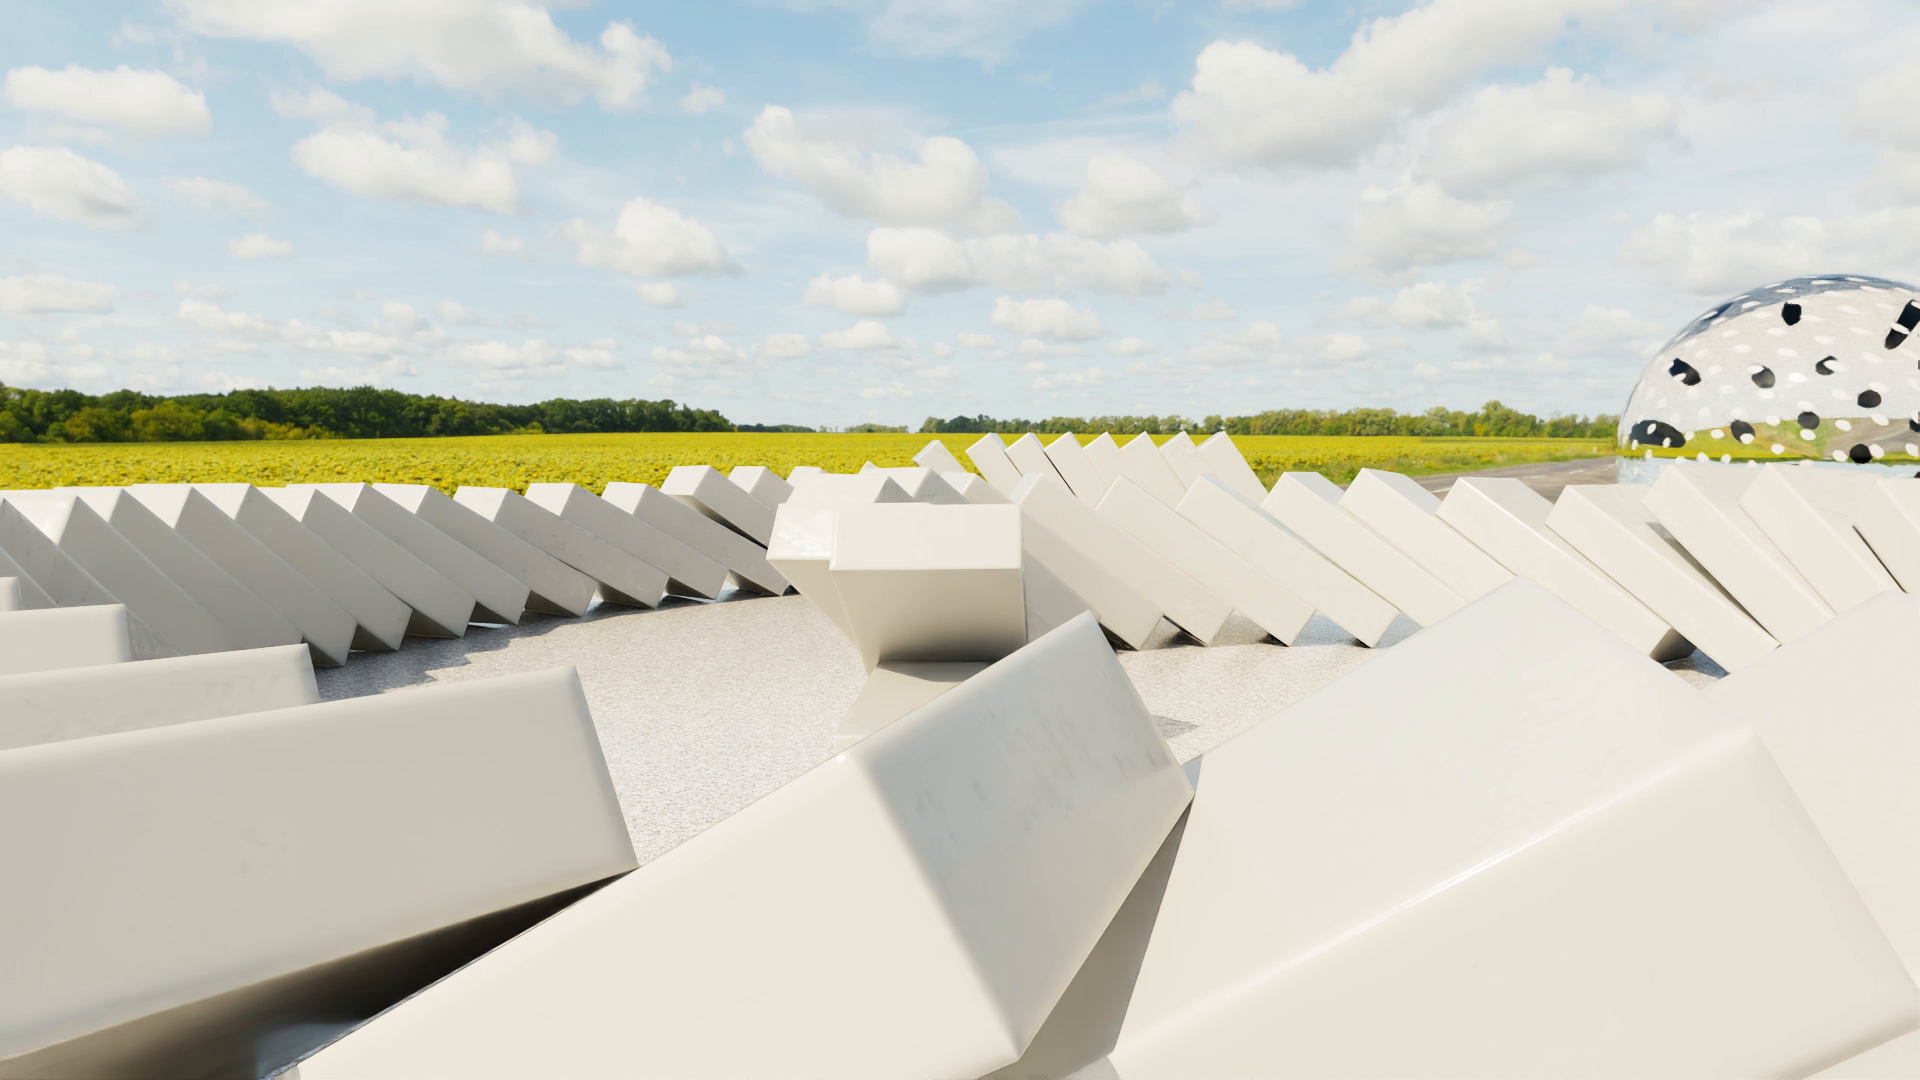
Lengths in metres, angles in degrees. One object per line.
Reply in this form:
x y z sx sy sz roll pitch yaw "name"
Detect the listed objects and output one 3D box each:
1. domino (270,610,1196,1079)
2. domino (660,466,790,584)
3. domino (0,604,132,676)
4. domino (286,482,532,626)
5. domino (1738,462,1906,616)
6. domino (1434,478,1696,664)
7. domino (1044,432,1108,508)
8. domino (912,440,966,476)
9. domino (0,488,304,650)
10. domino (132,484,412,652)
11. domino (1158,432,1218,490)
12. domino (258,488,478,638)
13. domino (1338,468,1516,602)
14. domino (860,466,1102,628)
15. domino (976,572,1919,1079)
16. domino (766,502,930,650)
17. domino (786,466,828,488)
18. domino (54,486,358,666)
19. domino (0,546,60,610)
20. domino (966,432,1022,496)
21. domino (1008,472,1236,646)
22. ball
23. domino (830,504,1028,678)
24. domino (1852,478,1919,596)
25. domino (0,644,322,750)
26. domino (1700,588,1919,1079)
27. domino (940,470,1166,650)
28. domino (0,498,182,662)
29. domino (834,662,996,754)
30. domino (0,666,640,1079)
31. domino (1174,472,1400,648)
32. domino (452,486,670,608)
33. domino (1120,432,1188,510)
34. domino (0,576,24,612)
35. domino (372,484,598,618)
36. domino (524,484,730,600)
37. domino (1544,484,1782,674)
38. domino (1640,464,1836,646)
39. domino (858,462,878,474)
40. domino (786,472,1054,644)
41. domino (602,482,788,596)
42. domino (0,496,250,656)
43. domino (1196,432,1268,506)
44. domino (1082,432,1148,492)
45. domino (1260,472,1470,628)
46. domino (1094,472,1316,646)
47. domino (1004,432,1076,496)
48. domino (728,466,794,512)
-0.016 0.021 0.056 0.050 0.010 0.025 -32 -6 21 "domino"
-0.059 -0.003 0.367 0.050 0.009 0.025 37 -19 -30 "domino"
-0.075 0.020 0.089 0.025 0.009 0.050 -4 -23 -40 "domino"
-0.123 0.004 0.285 0.025 0.009 0.050 0 -27 28 "domino"
0.158 0.007 0.216 0.025 0.009 0.050 4 40 -11 "domino"
0.125 0.005 0.261 0.025 0.009 0.050 -2 37 -41 "domino"
0.045 -0.011 0.407 0.010 0.050 0.025 -35 0 8 "domino"
0.005 -0.010 0.403 0.009 0.050 0.025 -42 7 -1 "domino"
-0.133 0.009 0.209 0.025 0.009 0.050 -1 -29 5 "domino"
-0.131 0.006 0.245 0.025 0.009 0.050 0 -29 14 "domino"
0.080 -0.010 0.398 0.009 0.050 0.025 -35 -1 8 "domino"
-0.127 0.006 0.266 0.025 0.009 0.050 2 -27 20 "domino"
0.108 0.003 0.274 0.025 0.009 0.050 2 35 -51 "domino"
0.002 0.004 0.253 0.050 0.010 0.025 40 -19 -28 "domino"
0.006 0.020 0.053 0.050 0.010 0.025 -32 1 13 "domino"
-0.009 0.010 0.213 0.025 0.009 0.050 0 -26 20 "domino"
-0.028 -0.004 0.388 0.050 0.009 0.025 35 -10 -22 "domino"
-0.133 0.008 0.227 0.025 0.010 0.050 0 -29 9 "domino"
-0.123 0.013 0.154 0.025 0.009 0.050 -3 -29 -12 "domino"
0.022 -0.011 0.408 0.009 0.050 0.025 -36 0 8 "domino"
0.034 0.003 0.278 0.050 0.009 0.025 35 1 -5 "domino"
0.191 -0.019 0.287 0.080 0.080 0.080 0 4 0 "ball"
-0.003 0.011 0.191 0.025 0.009 0.050 -1 -27 4 "domino"
0.163 0.010 0.195 0.025 0.009 0.050 0 40 3 "domino"
-0.058 0.021 0.075 0.025 0.009 0.050 -4 -22 -46 "domino"
0.023 0.021 0.051 0.050 0.009 0.025 -32 1 10 "domino"
0.017 0.004 0.270 0.050 0.009 0.025 36 -5 -15 "domino"
-0.129 0.012 0.173 0.025 0.010 0.050 -1 -29 -5 "domino"
-0.001 0.025 0.170 0.025 0.009 0.050 0 4 2 "domino"
-0.040 0.022 0.062 0.050 0.009 0.025 -34 -18 37 "domino"
0.072 0.003 0.282 0.050 0.009 0.025 36 12 10 "domino"
-0.101 0.002 0.324 0.025 0.009 0.050 4 -22 43 "domino"
0.068 -0.011 0.403 0.009 0.050 0.025 -35 0 8 "domino"
-0.089 0.018 0.103 0.025 0.009 0.050 -4 -24 -34 "domino"
-0.114 0.003 0.305 0.025 0.009 0.050 3 -25 39 "domino"
-0.089 0.001 0.339 0.025 0.009 0.050 3 -24 47 "domino"
0.141 0.007 0.246 0.025 0.009 0.050 -2 36 -27 "domino"
0.150 0.006 0.231 0.025 0.010 0.050 1 41 -21 "domino"
-0.011 -0.006 0.400 0.050 0.009 0.025 36 0 -6 "domino"
-0.007 0.006 0.239 0.025 0.009 0.050 5 -30 48 "domino"
-0.073 0.000 0.355 0.050 0.009 0.025 32 -16 -35 "domino"
-0.131 0.010 0.191 0.025 0.009 0.050 0 -29 -1 "domino"
0.091 -0.010 0.396 0.009 0.050 0.025 -35 0 8 "domino"
0.057 -0.011 0.404 0.009 0.050 0.025 -35 0 8 "domino"
0.092 0.003 0.281 0.050 0.009 0.025 40 22 24 "domino"
0.053 0.003 0.282 0.050 0.010 0.025 35 7 3 "domino"
0.034 -0.011 0.408 0.009 0.050 0.025 -36 -1 8 "domino"
-0.044 -0.004 0.378 0.050 0.009 0.025 36 -14 -26 "domino"
